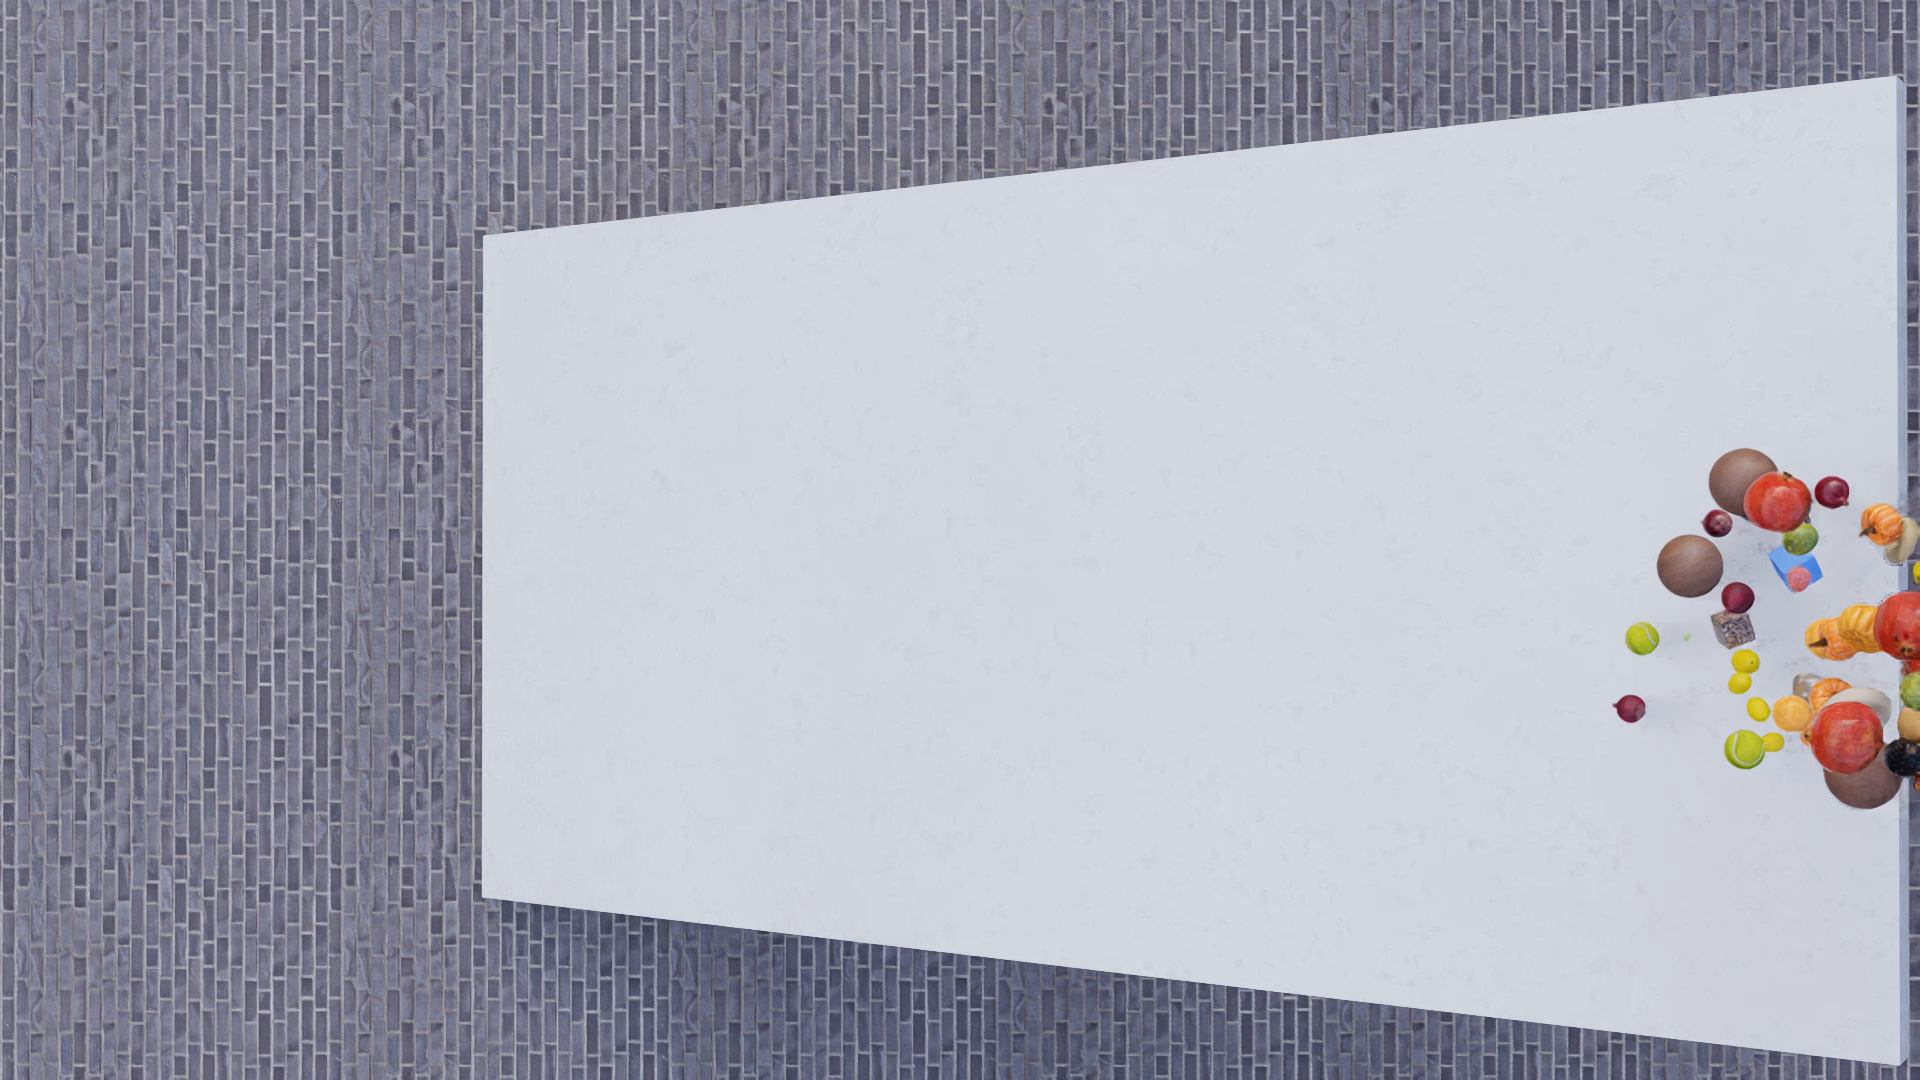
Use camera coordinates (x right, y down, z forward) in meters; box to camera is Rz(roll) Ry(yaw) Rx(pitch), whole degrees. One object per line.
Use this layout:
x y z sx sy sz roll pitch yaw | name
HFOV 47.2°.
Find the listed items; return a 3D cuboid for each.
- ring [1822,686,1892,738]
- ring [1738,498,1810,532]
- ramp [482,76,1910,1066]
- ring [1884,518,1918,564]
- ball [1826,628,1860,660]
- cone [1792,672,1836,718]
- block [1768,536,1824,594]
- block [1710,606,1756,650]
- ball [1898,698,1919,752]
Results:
1.486 0.286 3.644 0.112 0.112 0.037 1 47 0 | ring
1.662 -0.051 4.489 0.141 0.141 0.047 13 91 0 | ring
0.254 0.070 5.587 4.000 0.100 2.000 0 89 33 | ramp
1.723 0.001 4.025 0.030 0.089 0.089 19 90 0 | ring
1.623 0.192 4.046 0.058 0.058 0.058 0 90 0 | ball
1.711 0.333 4.457 0.091 0.091 0.091 48 60 0 | cone
1.631 0.049 4.291 0.066 0.066 0.066 -32 127 11 | block
1.550 0.175 4.410 0.058 0.058 0.058 -21 105 2 | block
1.557 0.298 3.540 0.090 0.090 0.090 0 90 0 | ball
